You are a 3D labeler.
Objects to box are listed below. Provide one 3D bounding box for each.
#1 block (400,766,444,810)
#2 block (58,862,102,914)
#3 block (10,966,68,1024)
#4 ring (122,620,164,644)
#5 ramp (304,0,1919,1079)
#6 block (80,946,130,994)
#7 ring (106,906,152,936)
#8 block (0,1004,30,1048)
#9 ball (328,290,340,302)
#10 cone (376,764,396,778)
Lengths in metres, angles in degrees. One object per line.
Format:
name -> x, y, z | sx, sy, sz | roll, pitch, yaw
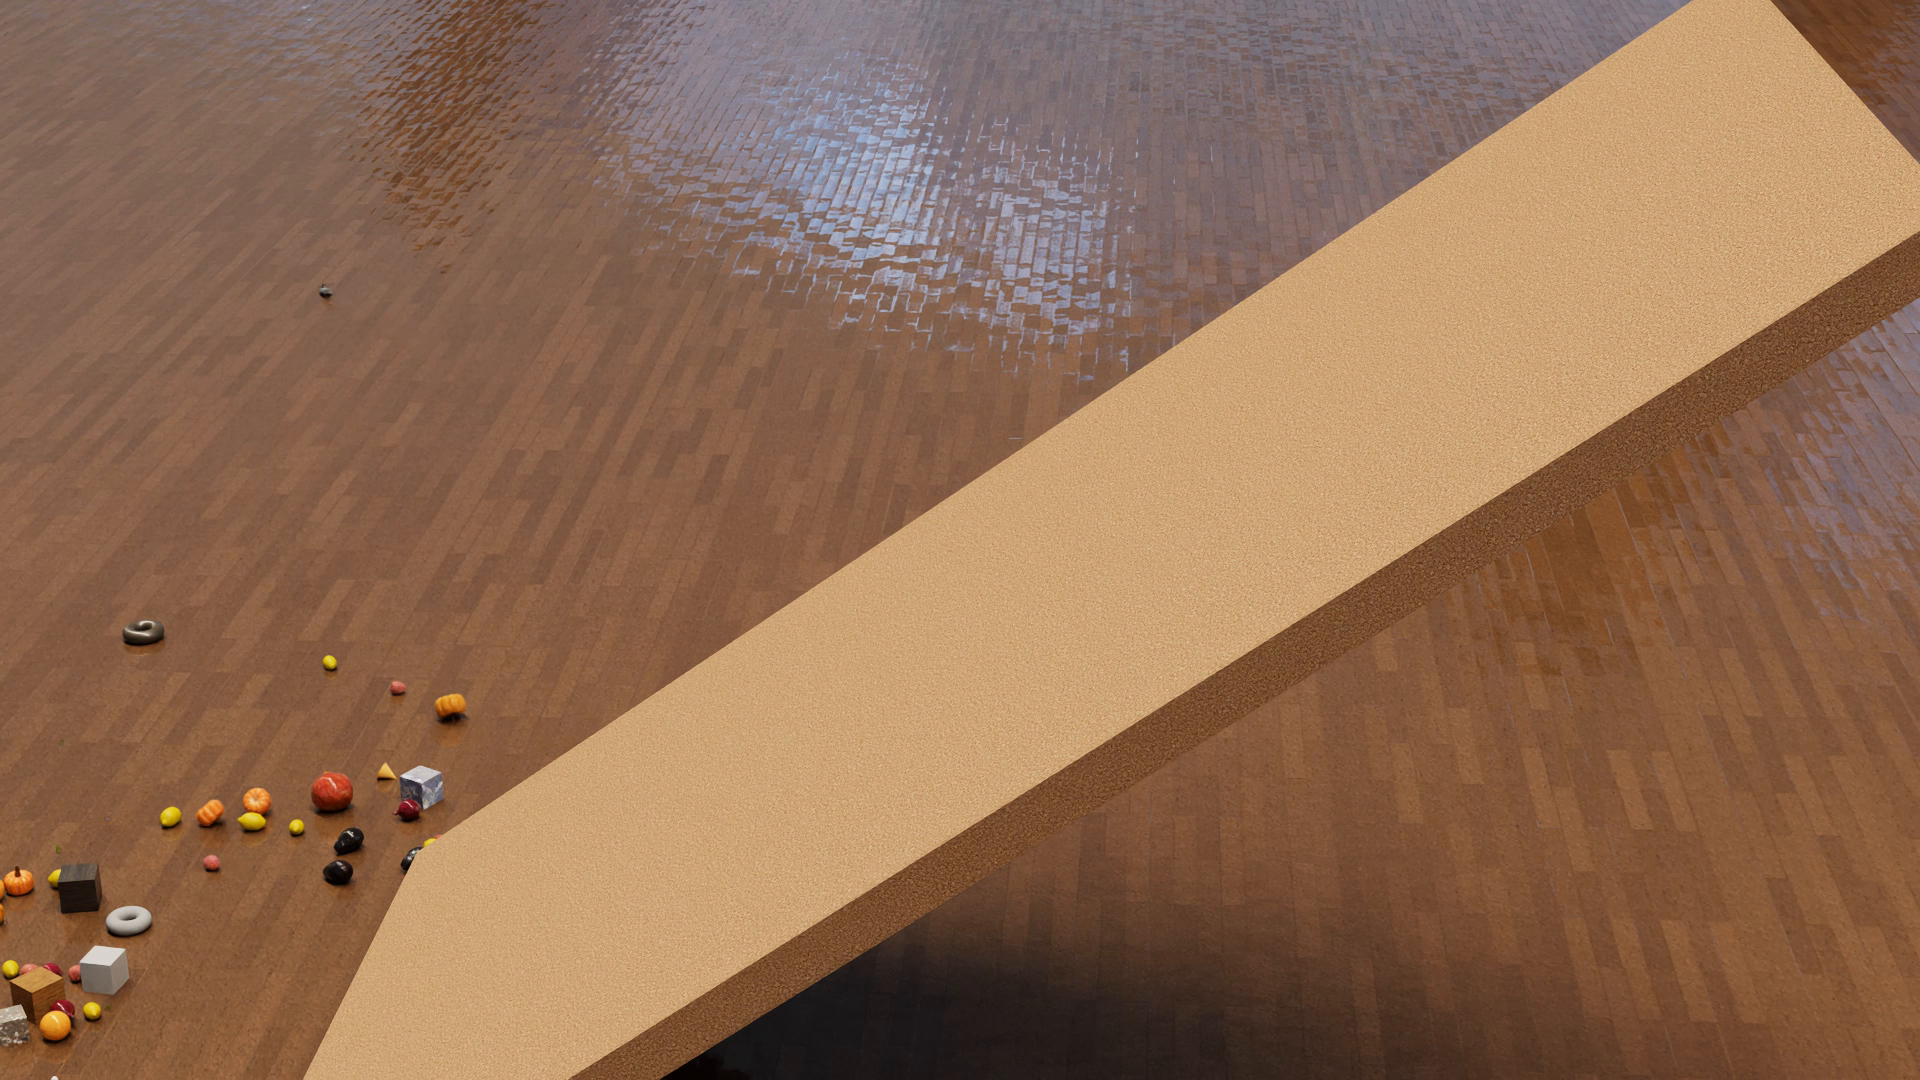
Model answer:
block -> -1.502, 0.691, 8.210 | 0.082, 0.082, 0.082 | 14, 26, 31
block -> -2.292, 0.907, 7.663 | 0.093, 0.093, 0.093 | -4, 22, -9
block -> -2.246, 1.110, 7.168 | 0.090, 0.090, 0.090 | 17, 27, 35
ring -> -2.569, 0.289, 9.251 | 0.129, 0.043, 0.129 | 1, 23, 0
ramp -> 0.132, 0.177, 6.315 | 4.000, 0.100, 2.000 | -33, 16, 16
block -> -2.120, 1.066, 7.286 | 0.083, 0.083, 0.083 | 5, 23, 11
ring -> -2.137, 0.979, 7.560 | 0.115, 0.038, 0.115 | 1, 22, 0
block -> -2.277, 1.166, 7.061 | 0.065, 0.065, 0.065 | -11, 25, -26
ball -> -2.664, -1.037, 12.504 | 0.050, 0.050, 0.050 | 0, 22, 0
cone -> -1.621, 0.666, 8.349 | 0.050, 0.050, 0.050 | 29, 25, 1
